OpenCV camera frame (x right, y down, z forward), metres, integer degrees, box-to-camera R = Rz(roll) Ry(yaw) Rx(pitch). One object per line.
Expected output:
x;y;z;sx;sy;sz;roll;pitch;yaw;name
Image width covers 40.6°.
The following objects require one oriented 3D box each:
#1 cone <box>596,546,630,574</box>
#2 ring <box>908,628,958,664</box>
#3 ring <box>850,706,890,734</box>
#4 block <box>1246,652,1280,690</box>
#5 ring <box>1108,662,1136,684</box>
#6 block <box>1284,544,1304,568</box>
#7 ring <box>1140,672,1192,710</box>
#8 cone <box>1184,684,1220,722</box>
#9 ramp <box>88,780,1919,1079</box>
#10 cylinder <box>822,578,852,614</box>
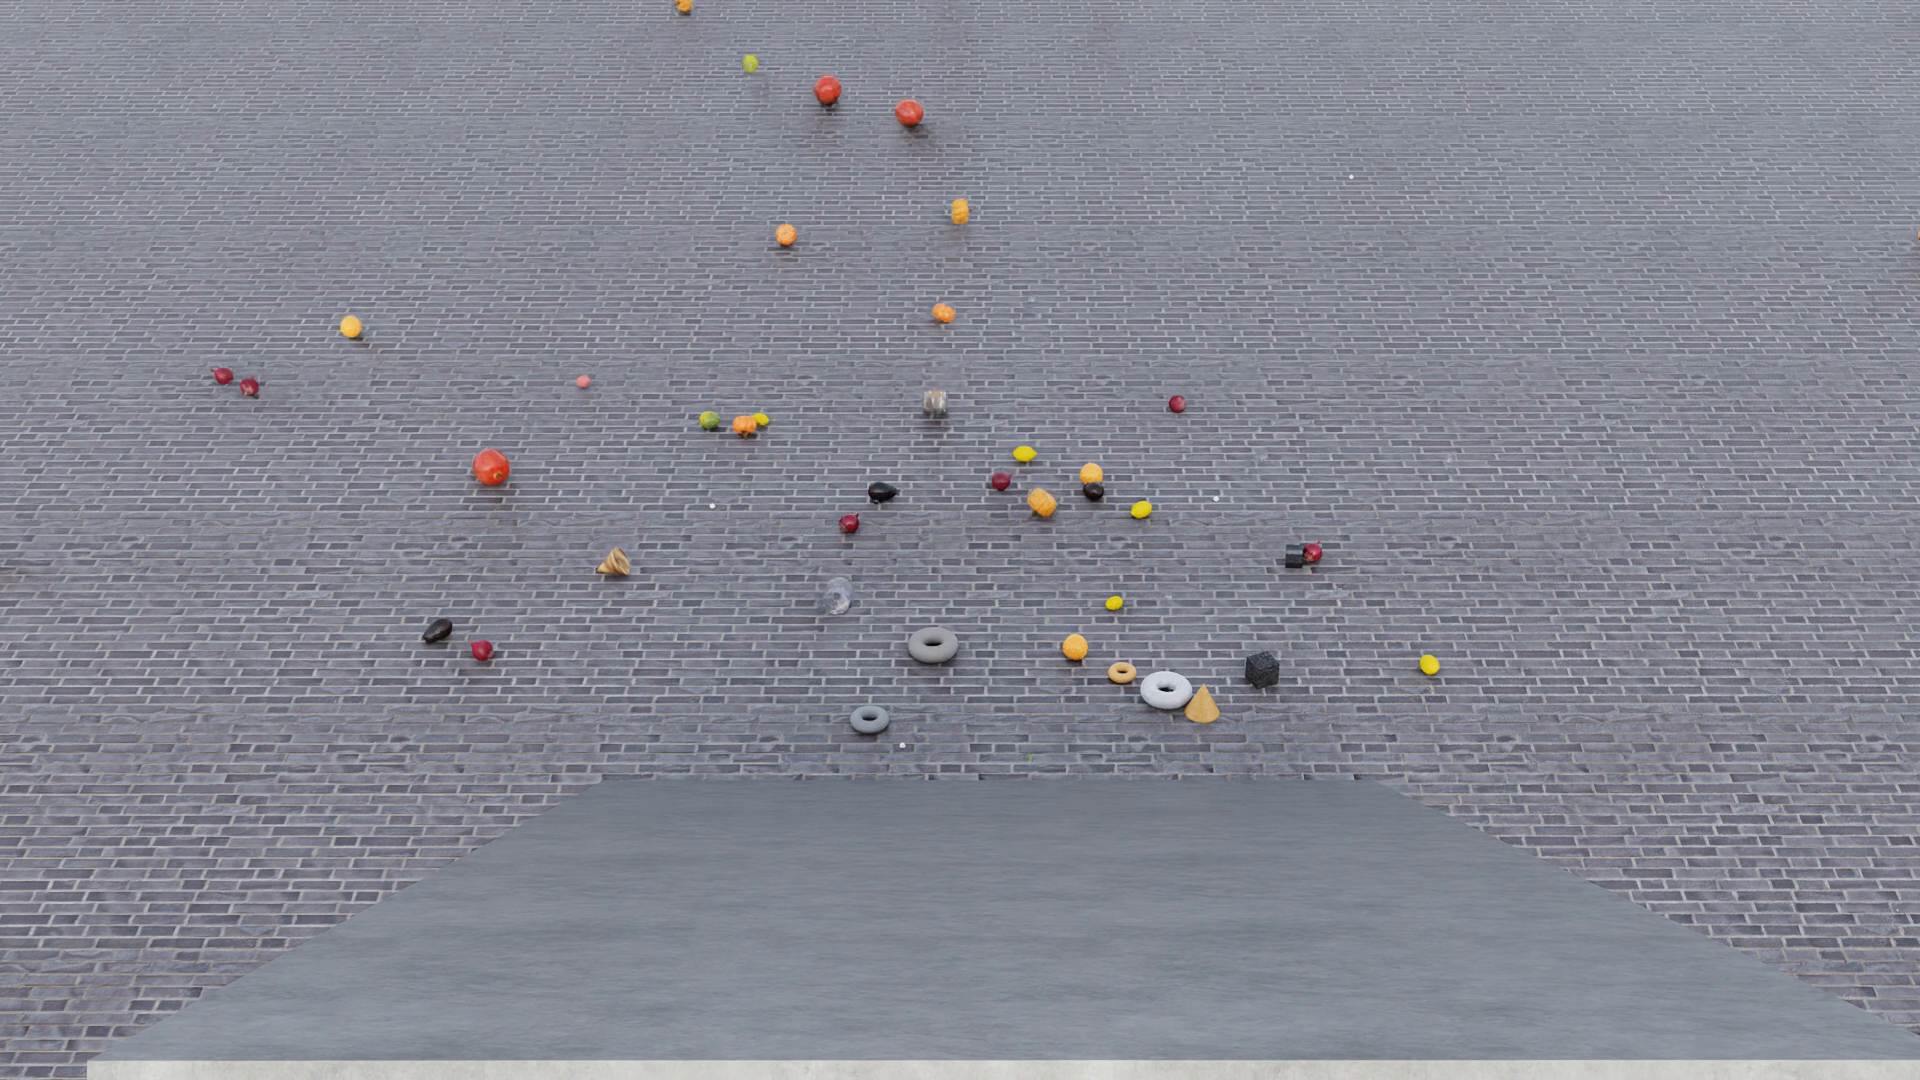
-1.045;0.077;7.714;0.090;0.090;0.090;-22;30;15;cone
-0.076;0.299;7.364;0.146;0.049;0.146;-1;32;1;ring
-0.246;0.491;7.079;0.109;0.036;0.109;-1;32;0;ring
0.845;0.364;7.245;0.068;0.068;0.068;-14;35;-20;block
0.455;0.372;7.271;0.081;0.027;0.081;-1;34;1;ring
0.998;0.049;7.747;0.051;0.051;0.051;3;33;5;block
0.572;0.416;7.183;0.145;0.048;0.145;1;34;-1;ring
0.666;0.433;7.111;0.098;0.098;0.098;0;33;0;cone
0.073;0.639;4.751;2.000;0.100;4.000;0;-1;0;ramp
-0.356;0.162;7.548;0.077;0.077;0.077;4;33;6;cylinder
